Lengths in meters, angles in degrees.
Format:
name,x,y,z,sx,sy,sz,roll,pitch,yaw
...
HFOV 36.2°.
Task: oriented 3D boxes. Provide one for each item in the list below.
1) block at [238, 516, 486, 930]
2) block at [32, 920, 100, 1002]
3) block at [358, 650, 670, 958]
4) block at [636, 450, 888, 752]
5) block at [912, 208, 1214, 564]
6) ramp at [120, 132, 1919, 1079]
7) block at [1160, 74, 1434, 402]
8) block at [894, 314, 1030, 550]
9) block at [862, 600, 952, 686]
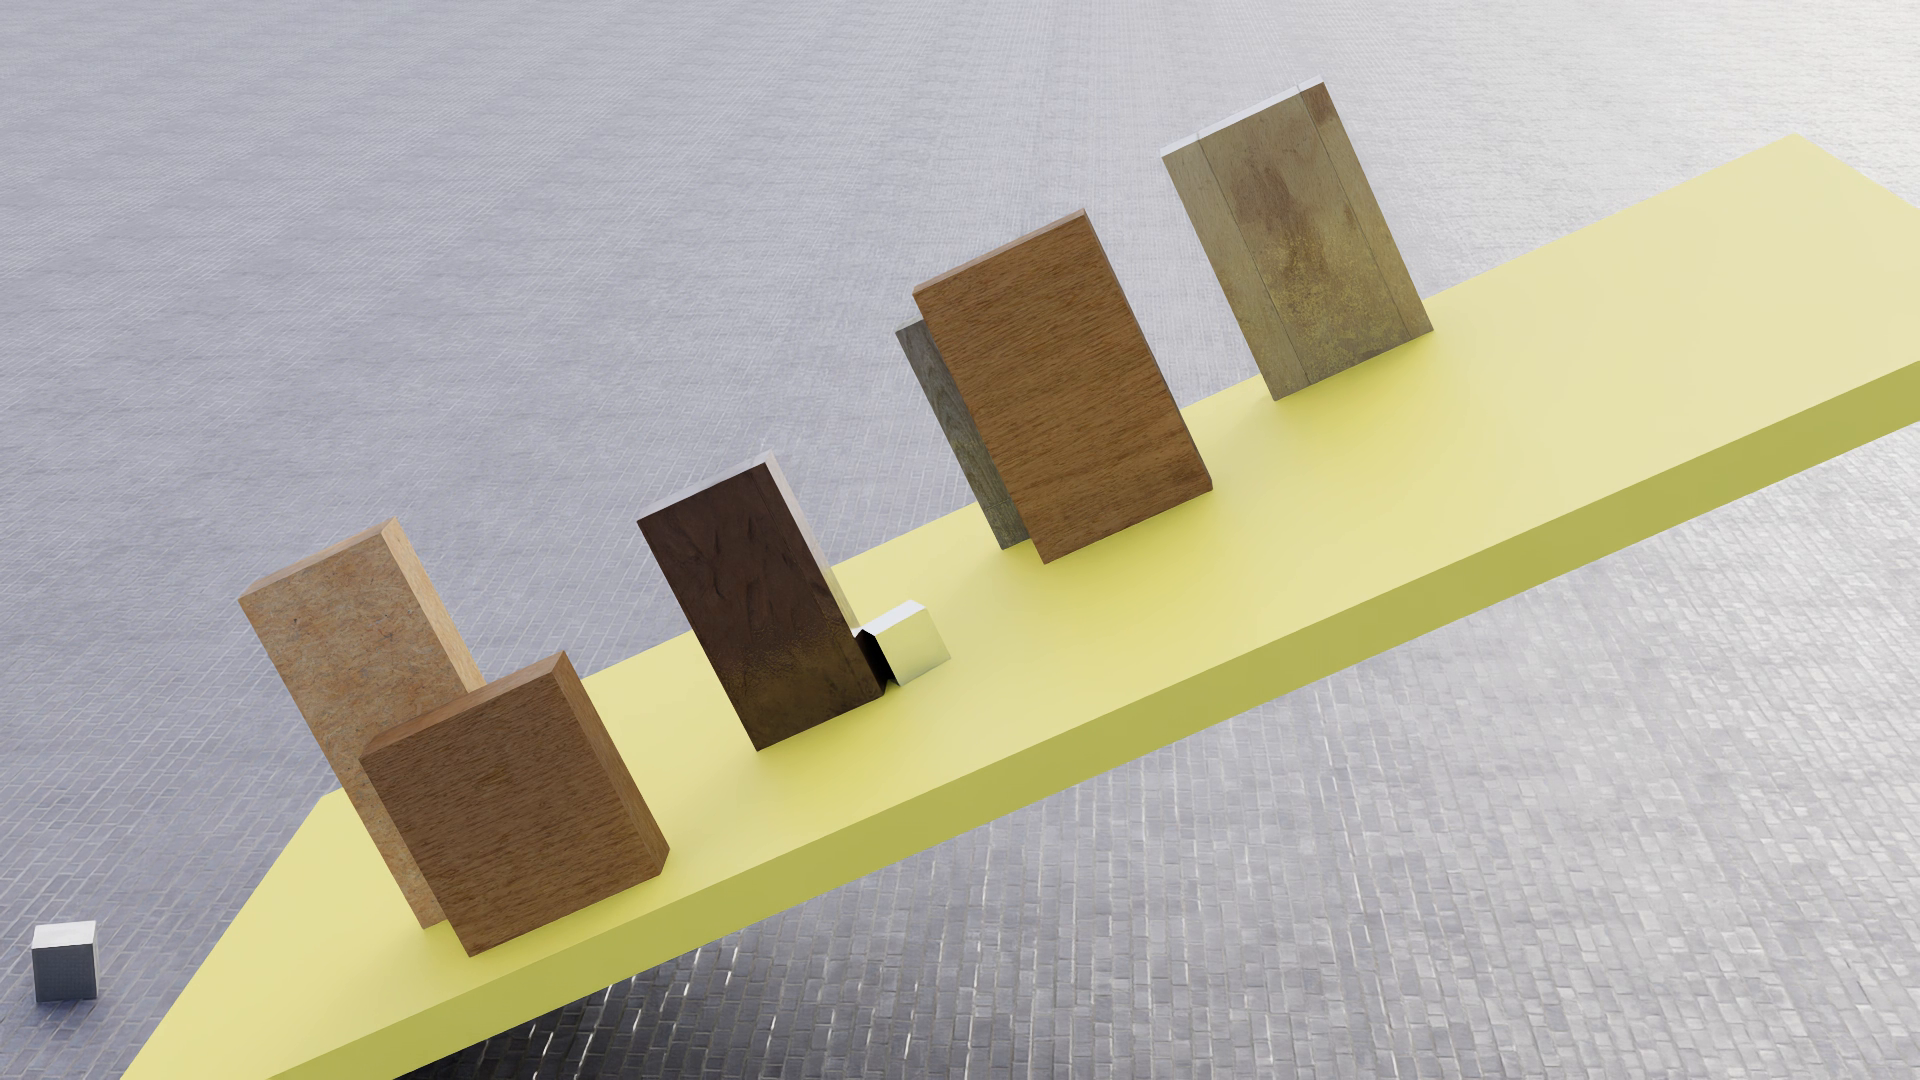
name,x,y,z,sx,sy,sz,roll,pitch,yaw
block,-1.113,0.373,5.945,0.327,0.776,0.125,-24,13,9
block,-2.013,0.949,6.626,0.131,0.131,0.131,-4,16,-12
block,-0.852,0.508,5.653,0.417,0.449,0.132,-24,13,9
block,-0.404,0.126,6.050,0.294,0.547,0.107,-24,13,9
block,0.224,-0.328,6.345,0.403,0.661,0.088,-24,13,9
ramp,0.136,0.169,6.282,4.000,0.100,2.000,-24,13,9
block,0.775,-0.692,6.767,0.400,0.628,0.126,-24,13,9
block,0.144,-0.307,6.641,0.371,0.559,0.089,-24,13,9
block,-0.113,0.213,6.097,0.122,0.122,0.122,-29,13,-11
